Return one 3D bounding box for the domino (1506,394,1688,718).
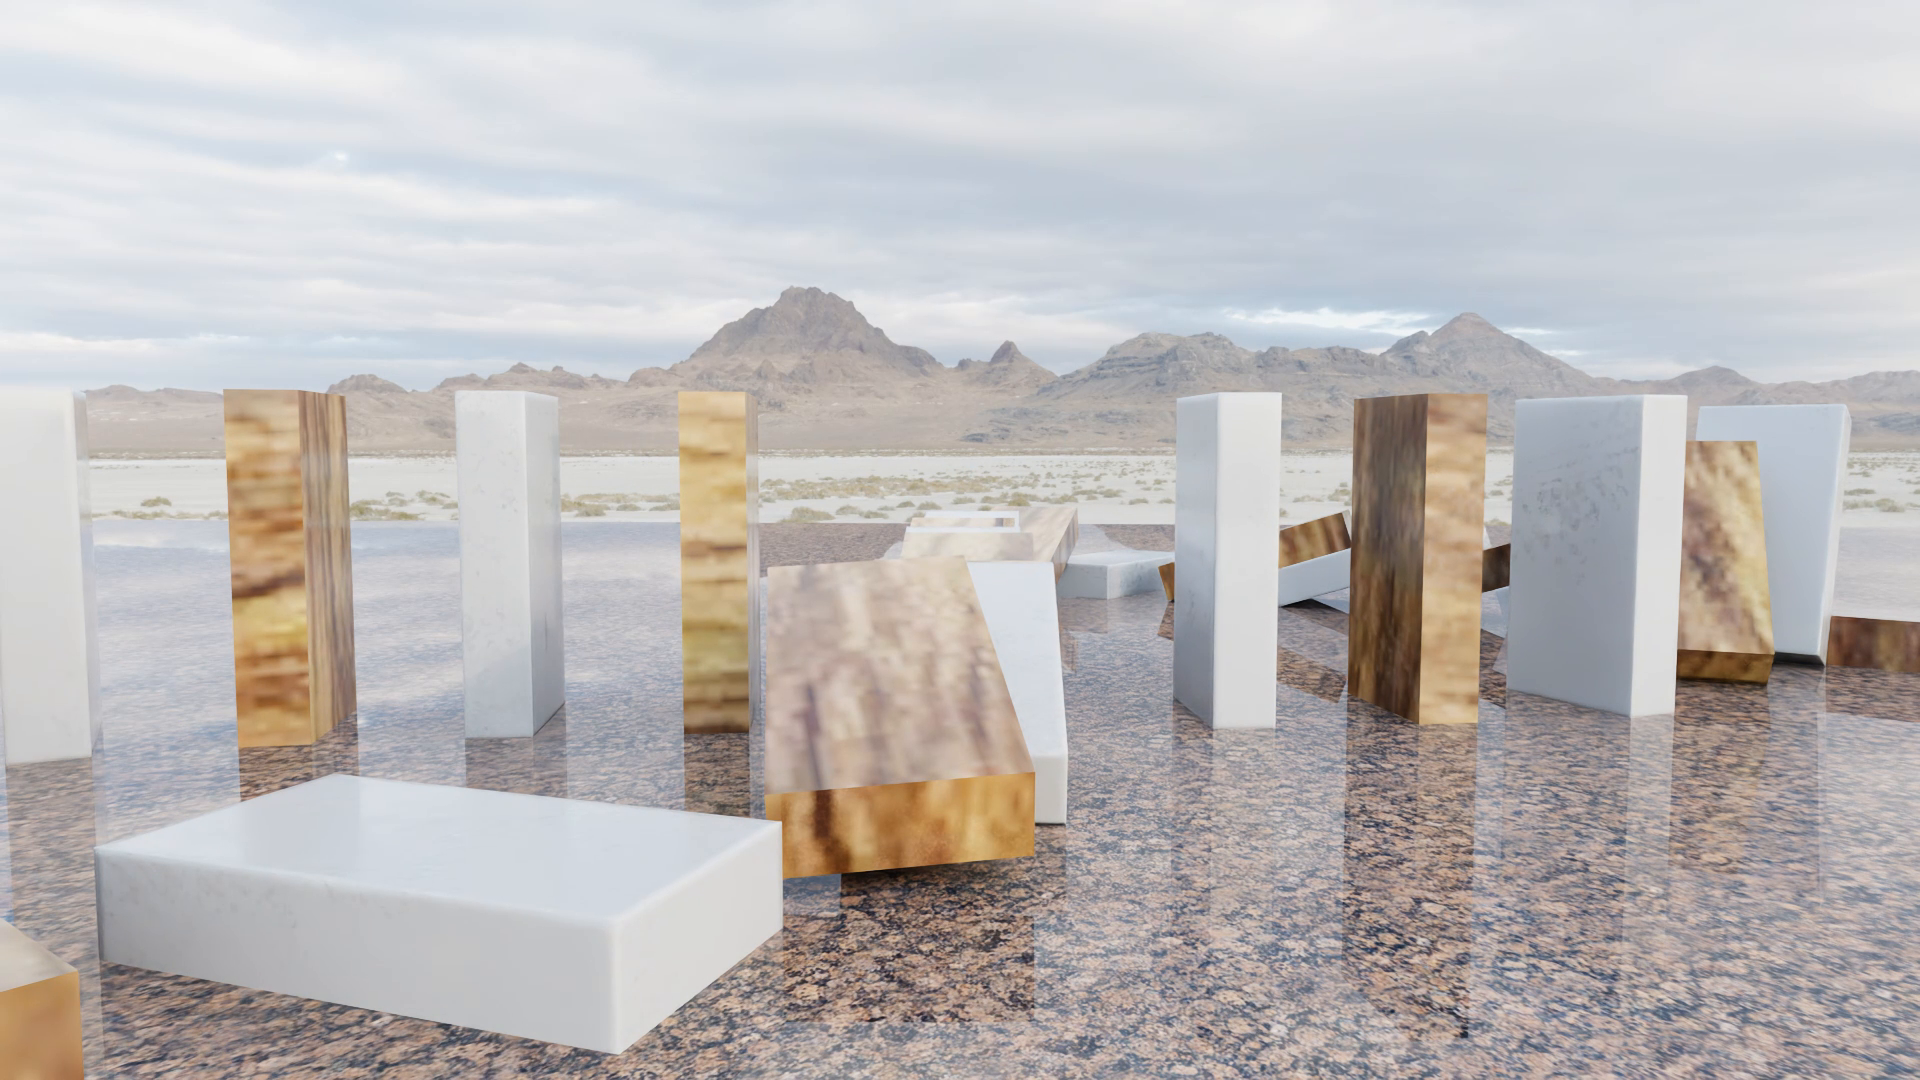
[{"bbox_3d":[0.104,0.002,0.211,0.009,0.050,0.025,-2,5,-23],"label":"domino"}]

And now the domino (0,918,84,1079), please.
[{"bbox_3d":[-0.083,0.031,0.086,0.050,0.010,0.025,3,5,38],"label":"domino"}]

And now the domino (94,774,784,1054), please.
[{"bbox_3d":[-0.043,0.030,0.109,0.050,0.009,0.025,1,5,19],"label":"domino"}]

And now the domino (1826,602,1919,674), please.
[{"bbox_3d":[0.169,0.018,0.263,0.050,0.009,0.025,4,6,42],"label":"domino"}]

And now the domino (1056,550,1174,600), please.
[{"bbox_3d":[0.045,0.010,0.376,0.025,0.009,0.050,3,5,37],"label":"domino"}]

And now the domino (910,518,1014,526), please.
[{"bbox_3d":[0.000,0.008,0.292,0.025,0.009,0.050,0,22,3],"label":"domino"}]

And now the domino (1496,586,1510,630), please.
[{"bbox_3d":[0.150,0.008,0.286,0.050,0.009,0.025,-21,-10,39],"label":"domino"}]

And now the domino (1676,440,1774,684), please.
[{"bbox_3d":[0.137,0.003,0.242,0.025,0.050,0.009,2,-38,25],"label":"domino"}]

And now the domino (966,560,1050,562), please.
[{"bbox_3d":[0.002,0.017,0.194,0.025,0.009,0.050,0,20,2],"label":"domino"}]

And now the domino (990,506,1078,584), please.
[{"bbox_3d":[0.016,0.004,0.353,0.025,0.009,0.050,1,22,16],"label":"domino"}]

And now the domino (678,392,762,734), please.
[{"bbox_3d":[-0.037,0.003,0.199,0.009,0.050,0.025,0,4,-5],"label":"domino"}]

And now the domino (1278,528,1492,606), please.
[{"bbox_3d":[0.108,0.005,0.332,0.050,0.010,0.025,-19,-7,32],"label":"domino"}]

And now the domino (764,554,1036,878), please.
[{"bbox_3d":[-0.009,0.017,0.143,0.025,0.010,0.050,-4,24,-7],"label":"domino"}]

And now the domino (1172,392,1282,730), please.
[{"bbox_3d":[0.042,0.002,0.202,0.010,0.050,0.025,0,4,-4],"label":"domino"}]

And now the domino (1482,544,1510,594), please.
[{"bbox_3d":[0.131,0.007,0.311,0.050,0.010,0.025,-21,-11,40],"label":"domino"}]

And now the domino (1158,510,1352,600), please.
[{"bbox_3d":[0.081,0.004,0.349,0.050,0.010,0.025,-18,-3,21],"label":"domino"}]

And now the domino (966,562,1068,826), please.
[{"bbox_3d":[0.000,0.018,0.165,0.025,0.009,0.050,0,24,2],"label":"domino"}]

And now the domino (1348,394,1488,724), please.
[{"bbox_3d":[0.073,0.002,0.206,0.009,0.050,0.025,-1,4,-8],"label":"domino"}]

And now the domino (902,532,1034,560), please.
[{"bbox_3d":[0.001,0.013,0.231,0.025,0.010,0.050,0,23,2],"label":"domino"}]

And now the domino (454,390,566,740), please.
[{"bbox_3d":[-0.068,0.003,0.196,0.010,0.050,0.025,-1,4,-7],"label":"domino"}]

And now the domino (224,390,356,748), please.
[{"bbox_3d":[-0.099,0.003,0.191,0.009,0.050,0.025,-1,4,-12],"label":"domino"}]

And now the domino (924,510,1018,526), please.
[{"bbox_3d":[0.002,0.006,0.322,0.025,0.010,0.050,0,22,3],"label":"domino"}]

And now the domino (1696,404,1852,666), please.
[{"bbox_3d":[0.159,-0.002,0.255,0.025,0.050,0.009,4,-14,42],"label":"domino"}]

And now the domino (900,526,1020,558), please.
[{"bbox_3d":[0.000,0.011,0.260,0.025,0.010,0.050,0,22,2],"label":"domino"}]

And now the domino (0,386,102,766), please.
[{"bbox_3d":[-0.129,0.004,0.181,0.010,0.050,0.025,-3,5,-31],"label":"domino"}]
